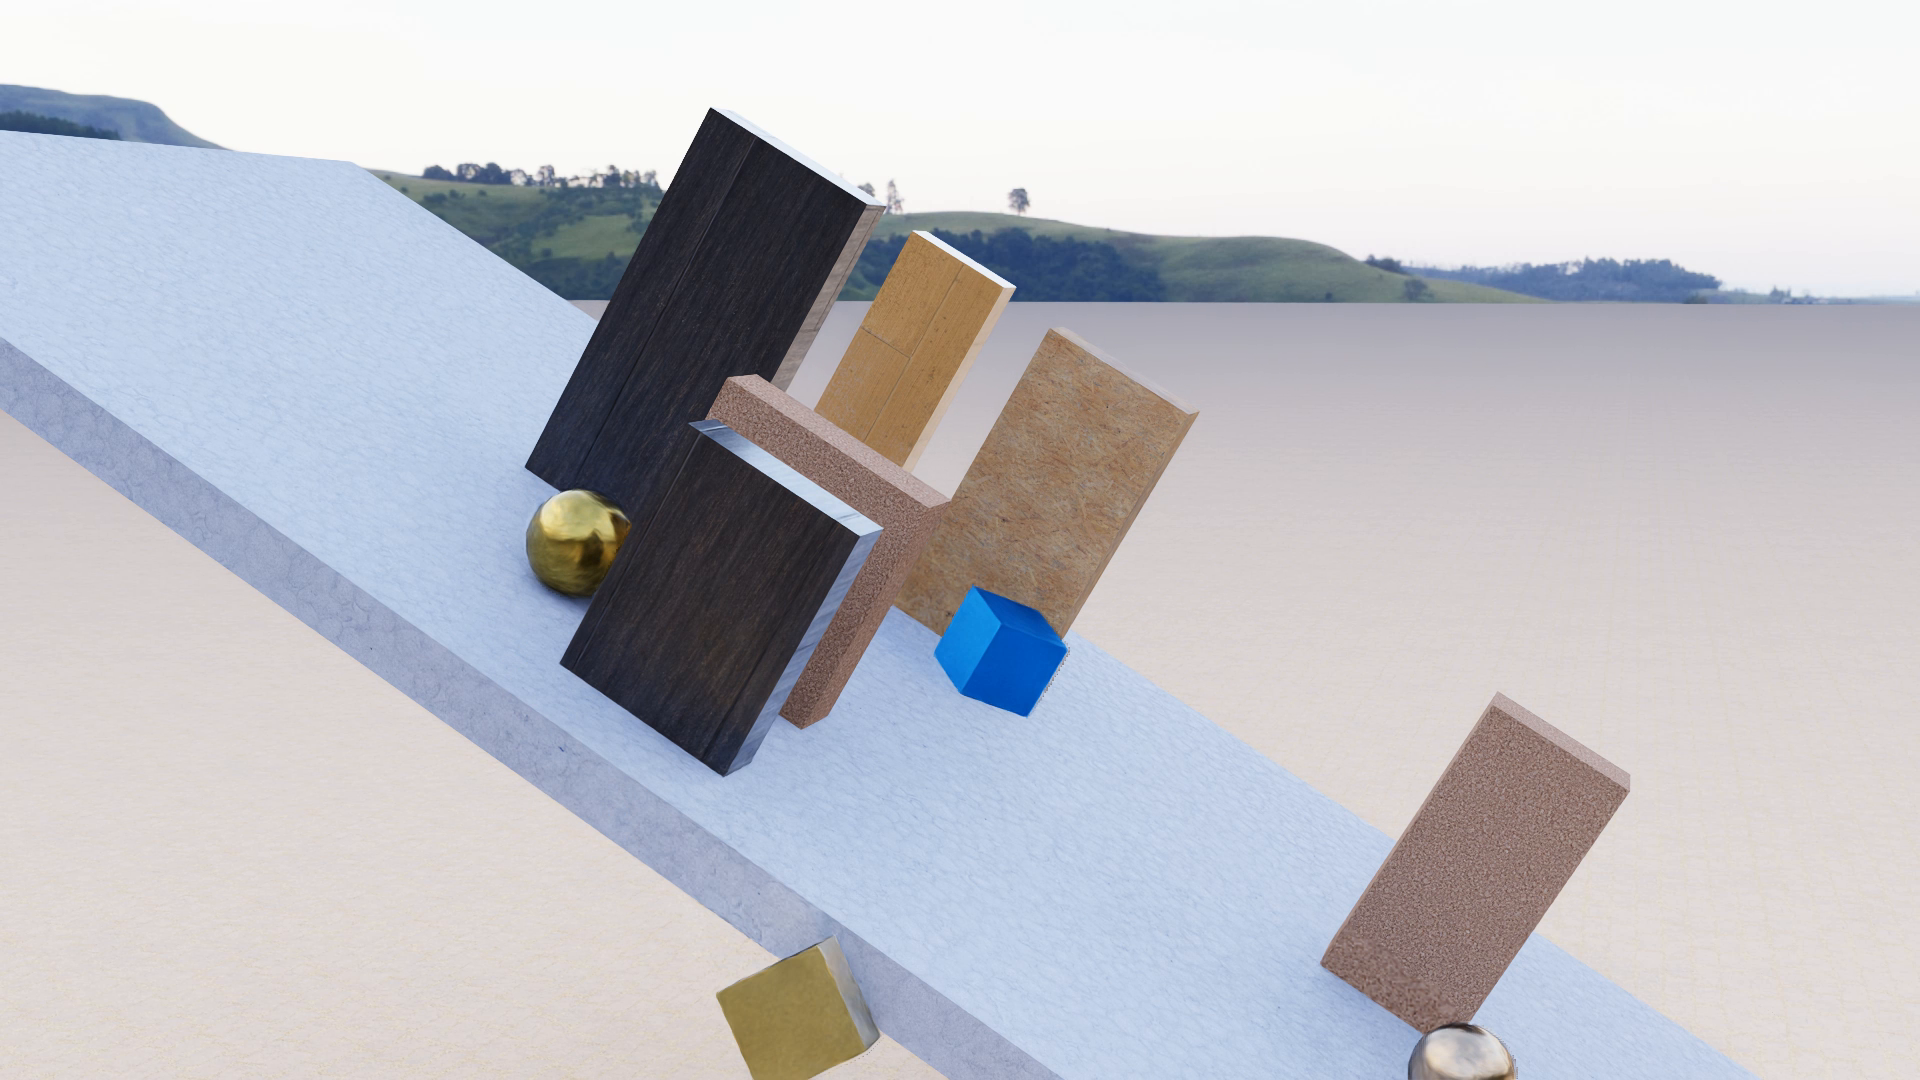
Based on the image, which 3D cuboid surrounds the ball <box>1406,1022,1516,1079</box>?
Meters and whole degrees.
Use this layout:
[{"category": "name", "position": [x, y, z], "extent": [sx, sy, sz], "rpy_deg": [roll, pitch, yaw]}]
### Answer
[{"category": "ball", "position": [0.810, 0.868, 3.551], "extent": [0.173, 0.173, 0.173], "rpy_deg": [0, 7, 0]}]

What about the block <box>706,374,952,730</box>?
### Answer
[{"category": "block", "position": [-0.305, 0.017, 3.702], "extent": [0.405, 0.439, 0.126], "rpy_deg": [33, 15, 11]}]

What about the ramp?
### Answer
[{"category": "ramp", "position": [-0.175, 0.288, 4.123], "extent": [4.000, 0.100, 2.000], "rpy_deg": [33, 15, 11]}]

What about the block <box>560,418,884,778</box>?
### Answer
[{"category": "block", "position": [-0.367, 0.087, 3.356], "extent": [0.316, 0.436, 0.105], "rpy_deg": [33, 15, 11]}]

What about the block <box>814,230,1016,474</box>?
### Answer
[{"category": "block", "position": [-0.140, -0.359, 4.920], "extent": [0.243, 0.619, 0.100], "rpy_deg": [33, 15, 11]}]

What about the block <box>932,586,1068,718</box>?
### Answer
[{"category": "block", "position": [0.078, 0.219, 4.322], "extent": [0.163, 0.163, 0.163], "rpy_deg": [22, 17, -30]}]

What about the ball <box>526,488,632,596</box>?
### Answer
[{"category": "ball", "position": [-0.628, 0.005, 3.638], "extent": [0.179, 0.179, 0.179], "rpy_deg": [0, 7, 0]}]

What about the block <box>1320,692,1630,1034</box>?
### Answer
[{"category": "block", "position": [0.911, 0.586, 3.900], "extent": [0.269, 0.568, 0.132], "rpy_deg": [33, 15, 11]}]

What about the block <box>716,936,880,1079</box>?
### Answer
[{"category": "block", "position": [-0.217, 0.645, 2.986], "extent": [0.153, 0.153, 0.153], "rpy_deg": [-26, -7, 2]}]

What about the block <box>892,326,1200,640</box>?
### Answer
[{"category": "block", "position": [0.170, -0.064, 4.457], "extent": [0.327, 0.657, 0.119], "rpy_deg": [33, 15, 11]}]

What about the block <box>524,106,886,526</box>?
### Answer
[{"category": "block", "position": [-0.472, -0.368, 4.025], "extent": [0.344, 0.759, 0.106], "rpy_deg": [33, 15, 11]}]
